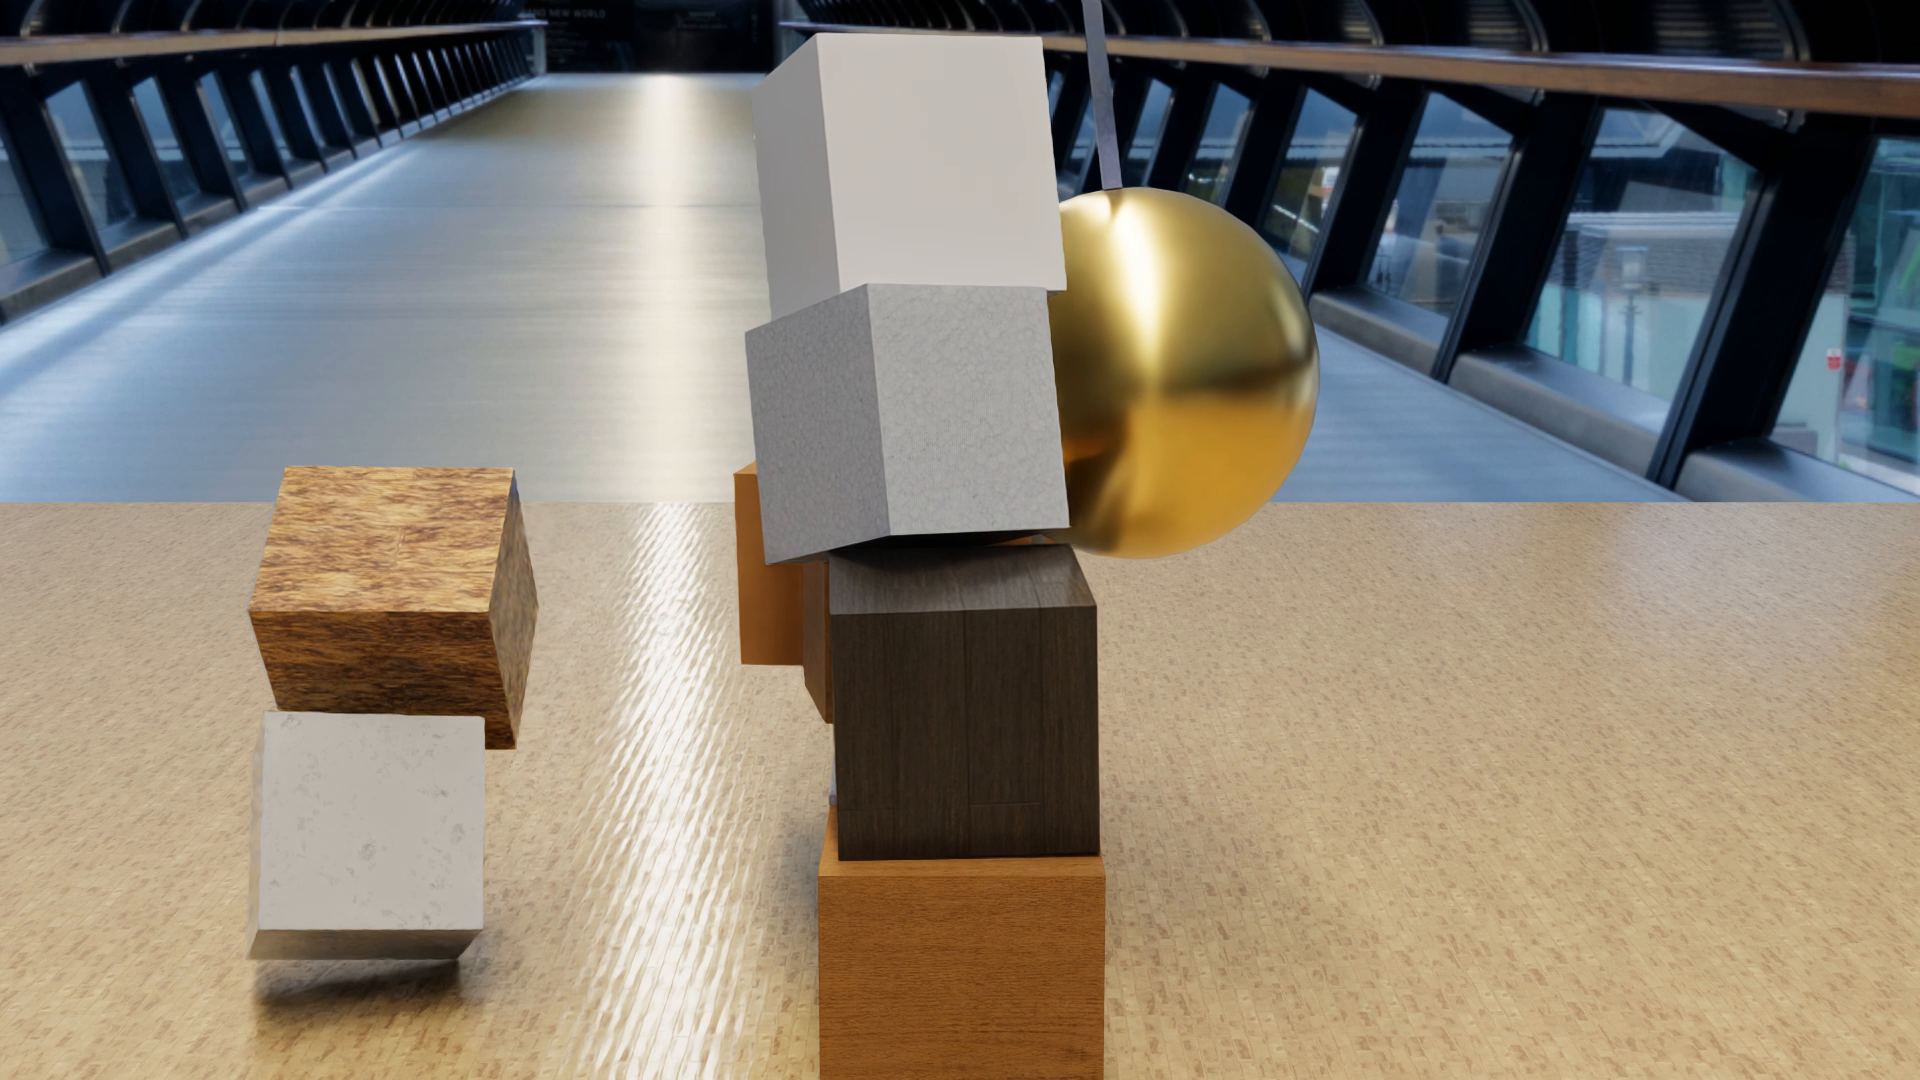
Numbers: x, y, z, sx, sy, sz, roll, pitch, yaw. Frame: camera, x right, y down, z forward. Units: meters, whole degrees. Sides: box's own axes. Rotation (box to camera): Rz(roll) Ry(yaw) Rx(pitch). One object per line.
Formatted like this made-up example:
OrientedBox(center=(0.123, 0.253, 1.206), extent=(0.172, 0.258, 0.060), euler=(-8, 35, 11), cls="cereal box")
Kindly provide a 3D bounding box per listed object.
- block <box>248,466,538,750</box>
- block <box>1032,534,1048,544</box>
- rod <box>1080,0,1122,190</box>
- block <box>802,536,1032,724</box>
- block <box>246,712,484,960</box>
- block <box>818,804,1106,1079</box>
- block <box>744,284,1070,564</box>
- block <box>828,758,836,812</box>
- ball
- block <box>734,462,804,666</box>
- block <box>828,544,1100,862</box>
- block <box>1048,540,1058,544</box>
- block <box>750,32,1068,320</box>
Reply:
OrientedBox(center=(-2.256, 0.276, 10.358), extent=(0.918, 0.841, 0.775), euler=(0, 47, 0), cls="block")
OrientedBox(center=(-0.071, -0.112, 12.586), extent=(0.910, 0.893, 0.911), euler=(0, 5, 8), cls="block")
OrientedBox(center=(0.324, -4.036, 10.447), extent=(0.080, 5.200, 0.080), euler=(-7, 10, 1), cls="rod")
OrientedBox(center=(-0.194, 0.281, 10.653), extent=(0.831, 0.776, 0.854), euler=(-1, 8, -9), cls="block")
OrientedBox(center=(-2.314, 1.162, 9.972), extent=(0.818, 0.820, 0.740), euler=(3, -18, -18), cls="block")
OrientedBox(center=(0.006, 1.475, 8.913), extent=(0.945, 0.909, 0.833), euler=(0, 10, 0), cls="block")
OrientedBox(center=(-0.209, -0.415, 9.478), extent=(0.760, 0.884, 0.912), euler=(-3, -6, -33), cls="block")
OrientedBox(center=(0.010, 1.281, 9.874), extent=(0.978, 0.946, 1.117), euler=(0, 10, -1), cls="block")
OrientedBox(center=(0.747, -0.717, 11.050), extent=(1.600, 1.600, 1.600), euler=(0, 10, 0), cls="ball")
OrientedBox(center=(-0.381, 0.052, 11.668), extent=(1.054, 0.857, 0.932), euler=(1, 10, 10), cls="block")
OrientedBox(center=(-0.003, 0.543, 8.947), extent=(0.877, 0.853, 0.913), euler=(-2, 13, -3), cls="block")
OrientedBox(center=(0.035, -0.235, 13.541), extent=(0.943, 0.934, 0.947), euler=(2, 10, 8), cls="block")
OrientedBox(center=(-0.206, -1.326, 9.668), extent=(0.891, 0.953, 0.764), euler=(-4, -5, -23), cls="block")
